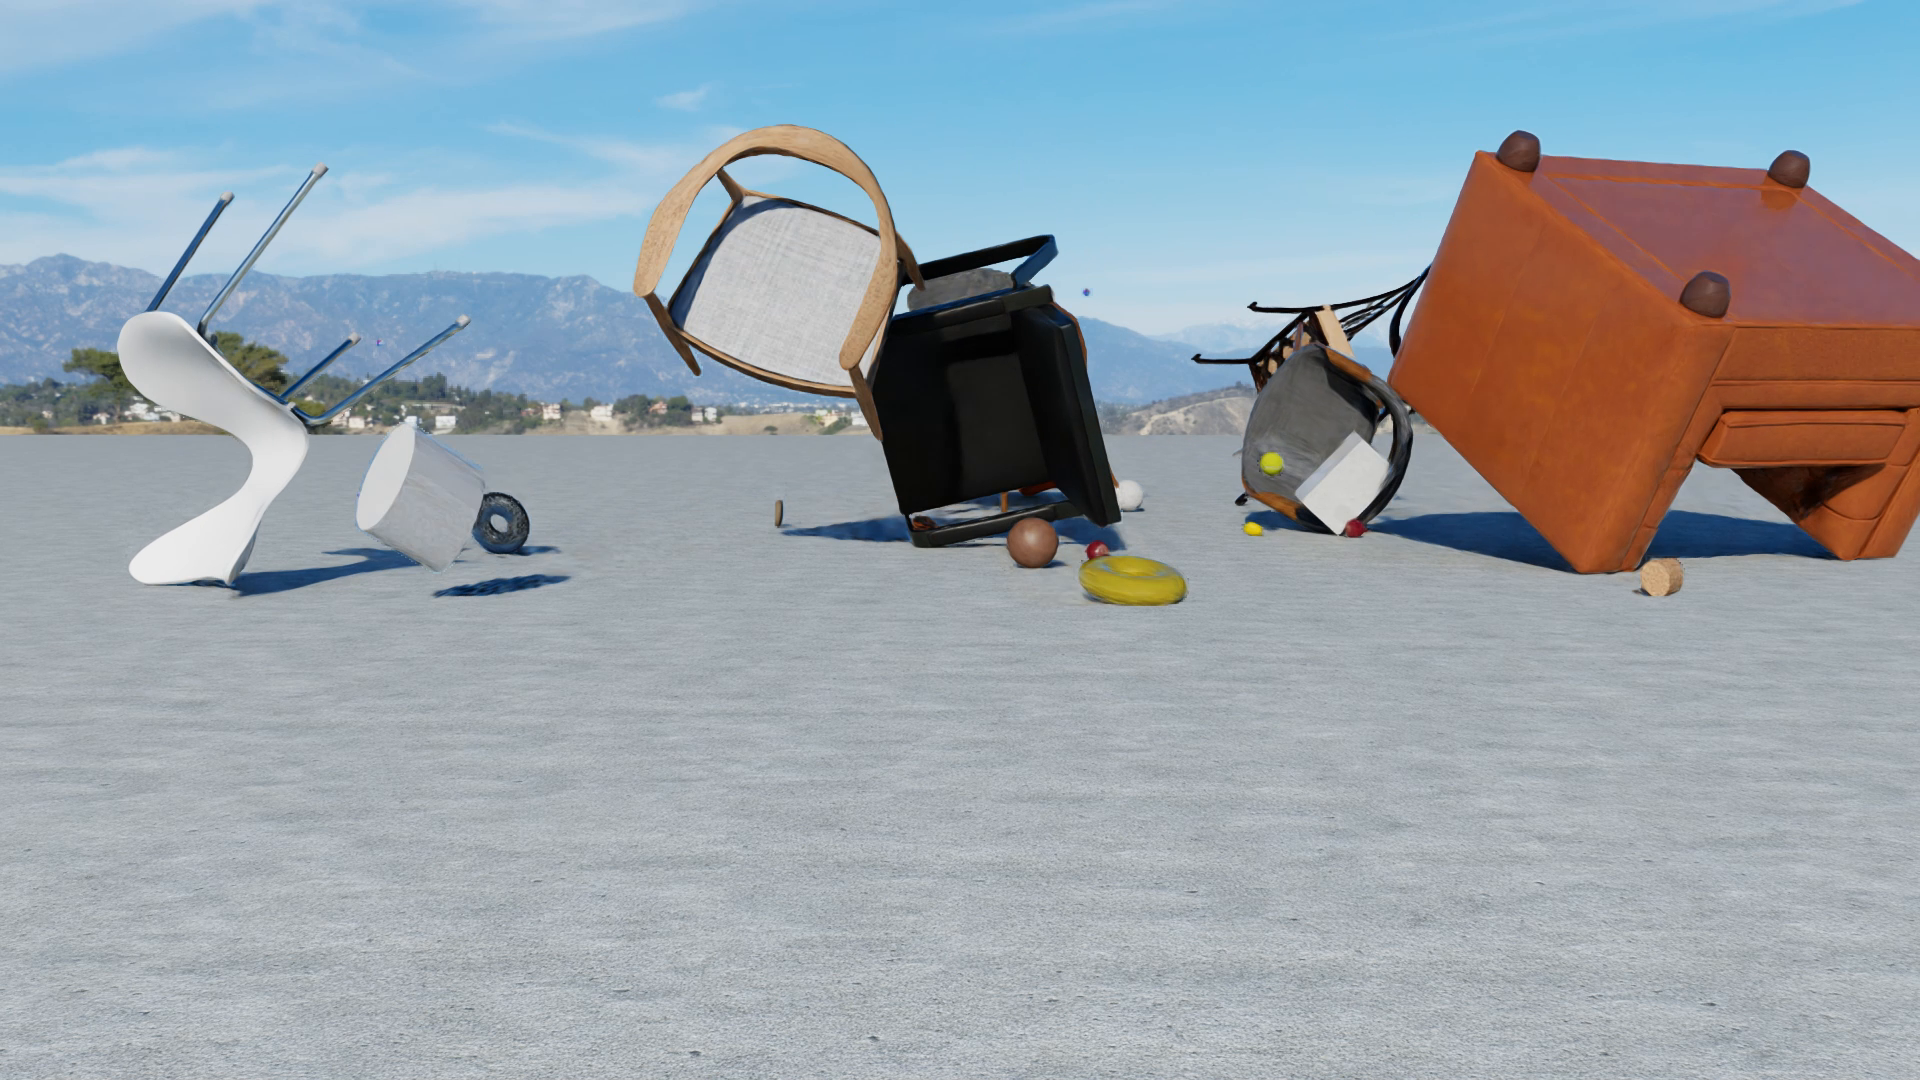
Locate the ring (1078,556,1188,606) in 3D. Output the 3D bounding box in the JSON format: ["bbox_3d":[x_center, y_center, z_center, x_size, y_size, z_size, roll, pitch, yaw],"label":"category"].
[{"bbox_3d":[0.363,0.086,4.640,0.216,0.062,0.261,-6,17,-30],"label":"ring"}]

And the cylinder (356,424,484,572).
[{"bbox_3d":[-1.115,-0.086,4.554,0.112,0.239,0.220,8,-19,33],"label":"cylinder"}]

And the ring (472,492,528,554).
[{"bbox_3d":[-1.247,-0.045,5.951,0.171,0.200,0.053,31,37,-2],"label":"ring"}]

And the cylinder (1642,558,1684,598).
[{"bbox_3d":[1.529,0.082,4.786,0.058,0.079,0.121,-20,-8,32],"label":"cylinder"}]

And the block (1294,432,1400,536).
[{"bbox_3d":[1.184,-0.174,6.740,0.161,0.265,0.114,41,10,-12],"label":"block"}]

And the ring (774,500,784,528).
[{"bbox_3d":[-0.588,-0.086,7.136,0.025,0.091,0.102,4,2,-3],"label":"ring"}]

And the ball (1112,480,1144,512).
[{"bbox_3d":[0.615,-0.163,8.048,0.119,0.119,0.119,0,4,0],"label":"ball"}]
